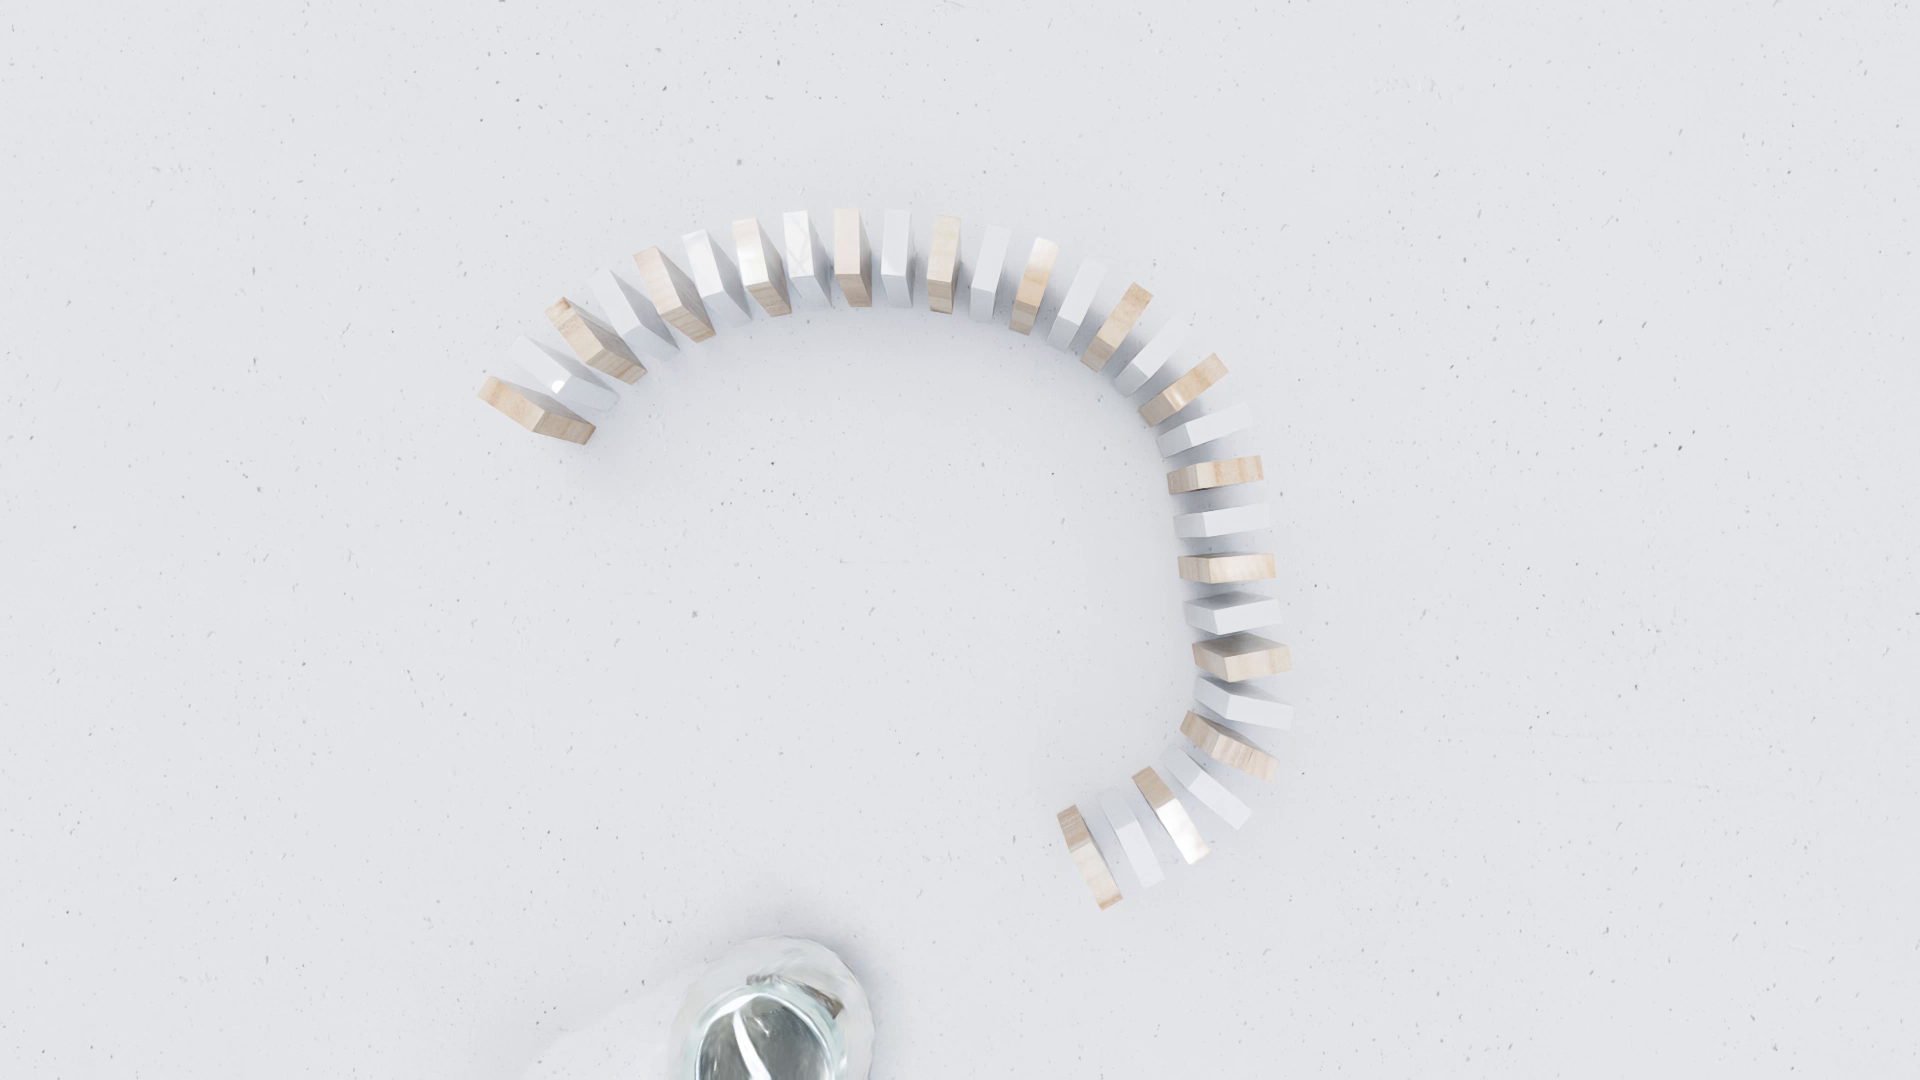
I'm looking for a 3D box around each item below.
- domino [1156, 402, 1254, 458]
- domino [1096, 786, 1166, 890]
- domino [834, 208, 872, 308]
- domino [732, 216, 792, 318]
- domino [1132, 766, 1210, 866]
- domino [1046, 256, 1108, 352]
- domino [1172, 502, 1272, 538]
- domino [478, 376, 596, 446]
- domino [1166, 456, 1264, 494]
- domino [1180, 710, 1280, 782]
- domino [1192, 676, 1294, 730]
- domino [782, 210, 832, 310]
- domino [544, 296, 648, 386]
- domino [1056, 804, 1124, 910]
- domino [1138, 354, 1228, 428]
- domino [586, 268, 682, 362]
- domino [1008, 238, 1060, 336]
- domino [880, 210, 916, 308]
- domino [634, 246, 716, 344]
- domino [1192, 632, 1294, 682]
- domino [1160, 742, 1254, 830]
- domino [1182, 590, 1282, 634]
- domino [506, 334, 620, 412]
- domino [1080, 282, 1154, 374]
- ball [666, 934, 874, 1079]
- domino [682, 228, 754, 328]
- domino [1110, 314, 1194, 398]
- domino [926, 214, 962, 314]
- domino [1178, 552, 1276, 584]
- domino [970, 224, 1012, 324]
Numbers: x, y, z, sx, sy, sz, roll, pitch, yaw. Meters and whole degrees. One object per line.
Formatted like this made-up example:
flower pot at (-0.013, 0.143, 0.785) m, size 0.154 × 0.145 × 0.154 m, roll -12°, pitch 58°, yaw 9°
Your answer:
domino at (0.099, -0.044, 0.375) m, size 0.025 × 0.050 × 0.009 m, roll -19°, pitch 90°, yaw 0°
domino at (0.069, 0.120, 0.375) m, size 0.010 × 0.050 × 0.025 m, roll -26°, pitch 90°, yaw 0°
domino at (-0.043, -0.114, 0.375) m, size 0.009 × 0.050 × 0.025 m, roll -1°, pitch 90°, yaw 0°
domino at (-0.080, -0.110, 0.375) m, size 0.010 × 0.050 × 0.025 m, roll -11°, pitch 90°, yaw 0°
domino at (0.085, 0.111, 0.375) m, size 0.010 × 0.050 × 0.025 m, roll -32°, pitch 90°, yaw 0°
domino at (0.047, -0.095, 0.375) m, size 0.010 × 0.050 × 0.025 m, roll 26°, pitch 90°, yaw 0°
domino at (0.106, -0.008, 0.375) m, size 0.025 × 0.050 × 0.010 m, roll -9°, pitch 90°, yaw 0°
domino at (-0.172, -0.052, 0.375) m, size 0.025 × 0.050 × 0.010 m, roll 33°, pitch 90°, yaw 0°
domino at (0.103, -0.026, 0.375) m, size 0.025 × 0.050 × 0.009 m, roll -8°, pitch 90°, yaw 0°
domino at (0.109, 0.084, 0.375) m, size 0.025 × 0.050 × 0.009 m, roll 24°, pitch 90°, yaw 0°
domino at (0.115, 0.066, 0.375) m, size 0.025 × 0.050 × 0.010 m, roll 11°, pitch 90°, yaw 0°
domino at (-0.062, -0.113, 0.375) m, size 0.010 × 0.050 × 0.025 m, roll -6°, pitch 90°, yaw 0°
domino at (-0.148, -0.080, 0.375) m, size 0.009 × 0.050 × 0.025 m, roll -38°, pitch 90°, yaw 0°
domino at (0.052, 0.128, 0.375) m, size 0.009 × 0.050 × 0.025 m, roll -29°, pitch 90°, yaw 0°
domino at (0.090, -0.060, 0.375) m, size 0.025 × 0.050 × 0.009 m, roll -37°, pitch 90°, yaw 0°
domino at (-0.132, -0.091, 0.375) m, size 0.009 × 0.050 × 0.025 m, roll -31°, pitch 90°, yaw 0°
domino at (0.030, -0.102, 0.375) m, size 0.010 × 0.050 × 0.025 m, roll 20°, pitch 90°, yaw 0°
domino at (-0.025, -0.114, 0.375) m, size 0.009 × 0.050 × 0.025 m, roll 4°, pitch 90°, yaw 0°
domino at (-0.116, -0.099, 0.375) m, size 0.009 × 0.050 × 0.025 m, roll -24°, pitch 90°, yaw 0°
domino at (0.114, 0.047, 0.375) m, size 0.025 × 0.050 × 0.009 m, roll -11°, pitch 90°, yaw 0°
domino at (0.099, 0.099, 0.375) m, size 0.025 × 0.050 × 0.009 m, roll 39°, pitch 90°, yaw 0°
domino at (0.110, 0.029, 0.375) m, size 0.025 × 0.050 × 0.010 m, roll -11°, pitch 90°, yaw 0°
domino at (-0.161, -0.067, 0.375) m, size 0.025 × 0.050 × 0.009 m, roll 39°, pitch 90°, yaw 0°
domino at (0.063, -0.086, 0.375) m, size 0.009 × 0.050 × 0.025 m, roll 35°, pitch 90°, yaw 0°
ball at (-0.074, 0.198, 0.360) m, size 0.080 × 0.080 × 0.080 m, roll 0°, pitch 90°, yaw 0°
domino at (-0.098, -0.106, 0.375) m, size 0.009 × 0.050 × 0.025 m, roll -17°, pitch 90°, yaw 0°
domino at (0.078, -0.074, 0.375) m, size 0.009 × 0.050 × 0.025 m, roll 43°, pitch 90°, yaw 0°
domino at (-0.006, -0.112, 0.375) m, size 0.010 × 0.050 × 0.025 m, roll 9°, pitch 90°, yaw 0°
domino at (0.108, 0.011, 0.375) m, size 0.025 × 0.050 × 0.009 m, roll -5°, pitch 90°, yaw 0°
domino at (0.012, -0.108, 0.375) m, size 0.009 × 0.050 × 0.025 m, roll 14°, pitch 90°, yaw 0°
